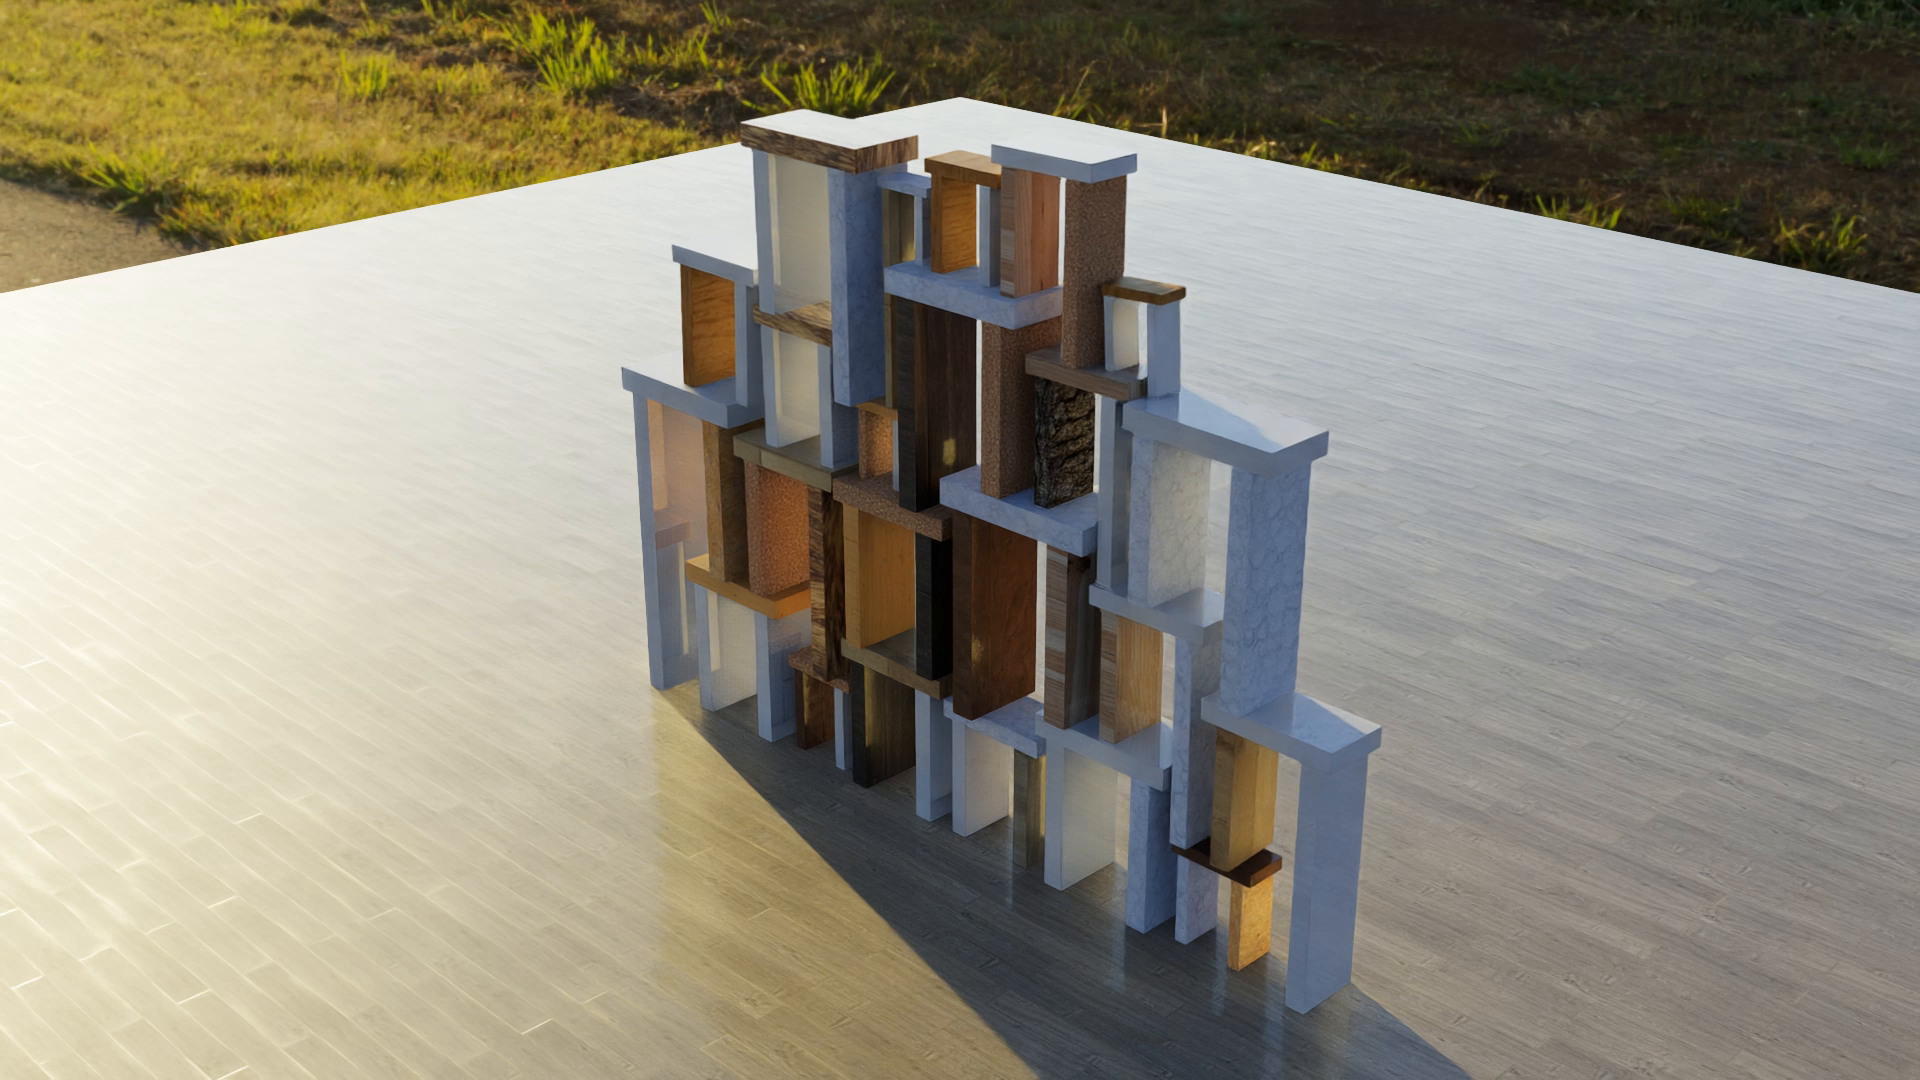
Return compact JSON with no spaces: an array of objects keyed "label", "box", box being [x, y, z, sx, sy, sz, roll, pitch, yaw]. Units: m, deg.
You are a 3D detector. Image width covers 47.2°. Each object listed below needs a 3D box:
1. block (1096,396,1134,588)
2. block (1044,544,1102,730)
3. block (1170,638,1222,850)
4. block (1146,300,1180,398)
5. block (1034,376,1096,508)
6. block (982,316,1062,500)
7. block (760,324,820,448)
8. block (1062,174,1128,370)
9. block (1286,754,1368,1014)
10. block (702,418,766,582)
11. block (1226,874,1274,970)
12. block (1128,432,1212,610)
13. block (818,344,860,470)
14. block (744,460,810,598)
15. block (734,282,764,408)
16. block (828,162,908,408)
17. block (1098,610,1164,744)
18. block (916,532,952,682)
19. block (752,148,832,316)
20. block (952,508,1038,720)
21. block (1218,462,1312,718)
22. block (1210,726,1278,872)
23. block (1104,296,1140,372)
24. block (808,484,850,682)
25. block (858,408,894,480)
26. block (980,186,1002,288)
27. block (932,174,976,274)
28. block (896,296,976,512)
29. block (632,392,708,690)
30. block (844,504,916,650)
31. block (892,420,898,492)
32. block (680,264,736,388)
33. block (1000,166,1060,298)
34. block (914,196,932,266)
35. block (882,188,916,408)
[{"label":"block","box":[0.299,-0.097,3.859,0.121,0.352,0.034,-19,30,-38]},{"label":"block","box":[0.236,0.153,4.035,0.050,0.356,0.178,21,31,41]},{"label":"block","box":[0.433,0.341,3.899,0.037,0.409,0.131,20,31,40]},{"label":"block","box":[0.345,-0.328,3.721,0.019,0.162,0.066,17,28,42]},{"label":"block","box":[0.188,-0.188,3.944,0.121,0.243,0.034,-21,31,-40]},{"label":"block","box":[0.113,-0.253,3.988,0.046,0.328,0.164,21,31,41]},{"label":"block","box":[-0.337,-0.325,4.450,0.127,0.254,0.036,-21,31,-40]},{"label":"block","box":[0.230,-0.465,3.770,0.116,0.329,0.033,-20,30,-39]},{"label":"block","box":[0.631,0.577,3.782,0.139,0.484,0.039,-21,31,-41]},{"label":"block","box":[-0.454,-0.105,4.675,0.050,0.356,0.178,21,31,41]},{"label":"block","box":[0.521,0.673,3.942,0.026,0.181,0.090,21,31,41]},{"label":"block","box":[0.363,-0.050,3.800,0.156,0.311,0.044,-20,30,-40]},{"label":"block","box":[-0.218,-0.278,4.338,0.127,0.254,0.036,-22,31,-40]},{"label":"block","box":[-0.375,-0.043,4.604,0.042,0.300,0.150,20,30,39]},{"label":"block","box":[-0.396,-0.411,4.481,0.130,0.260,0.037,-21,34,-40]},{"label":"block","box":[-0.171,-0.495,4.193,0.162,0.460,0.046,-22,31,-40]},{"label":"block","box":[0.311,0.227,3.984,0.037,0.261,0.131,21,31,41]},{"label":"block","box":[-0.017,0.108,4.285,0.043,0.304,0.152,21,31,40]},{"label":"block","box":[-0.323,-0.616,4.305,0.046,0.323,0.162,20,31,40]},{"label":"block","box":[0.067,0.120,4.203,0.178,0.425,0.050,-21,31,-41]},{"label":"block","box":[0.511,0.071,3.691,0.156,0.441,0.044,-21,31,-40]},{"label":"block","box":[0.502,0.431,3.863,0.039,0.277,0.139,19,30,38]},{"label":"block","box":[0.278,-0.361,3.772,0.066,0.131,0.019,-21,27,-39]},{"label":"block","box":[-0.236,0.070,4.502,0.150,0.429,0.042,-21,31,-40]},{"label":"block","box":[-0.165,-0.198,4.322,0.021,0.145,0.072,22,31,40]},{"label":"block","box":[0.075,-0.548,3.915,0.026,0.181,0.090,21,31,40]},{"label":"block","box":[-0.011,-0.582,3.993,0.026,0.181,0.090,21,31,40]},{"label":"block","box":[-0.042,-0.272,4.148,0.046,0.417,0.164,21,31,40]},{"label":"block","box":[-0.622,-0.013,4.896,0.050,0.699,0.178,21,31,41]},{"label":"block","box":[-0.161,0.053,4.416,0.043,0.304,0.152,21,31,41]},{"label":"block","box":[-0.097,-0.172,4.259,0.021,0.145,0.072,22,31,40]},{"label":"block","box":[-0.519,-0.461,4.594,0.130,0.260,0.037,-22,33,-40]},{"label":"block","box":[0.123,-0.550,3.852,0.033,0.232,0.116,21,31,40]},{"label":"block","box":[-0.053,-0.573,4.037,0.018,0.130,0.065,21,31,41]},{"label":"block","box":[-0.114,-0.459,4.151,0.018,0.428,0.065,21,31,41]}]
